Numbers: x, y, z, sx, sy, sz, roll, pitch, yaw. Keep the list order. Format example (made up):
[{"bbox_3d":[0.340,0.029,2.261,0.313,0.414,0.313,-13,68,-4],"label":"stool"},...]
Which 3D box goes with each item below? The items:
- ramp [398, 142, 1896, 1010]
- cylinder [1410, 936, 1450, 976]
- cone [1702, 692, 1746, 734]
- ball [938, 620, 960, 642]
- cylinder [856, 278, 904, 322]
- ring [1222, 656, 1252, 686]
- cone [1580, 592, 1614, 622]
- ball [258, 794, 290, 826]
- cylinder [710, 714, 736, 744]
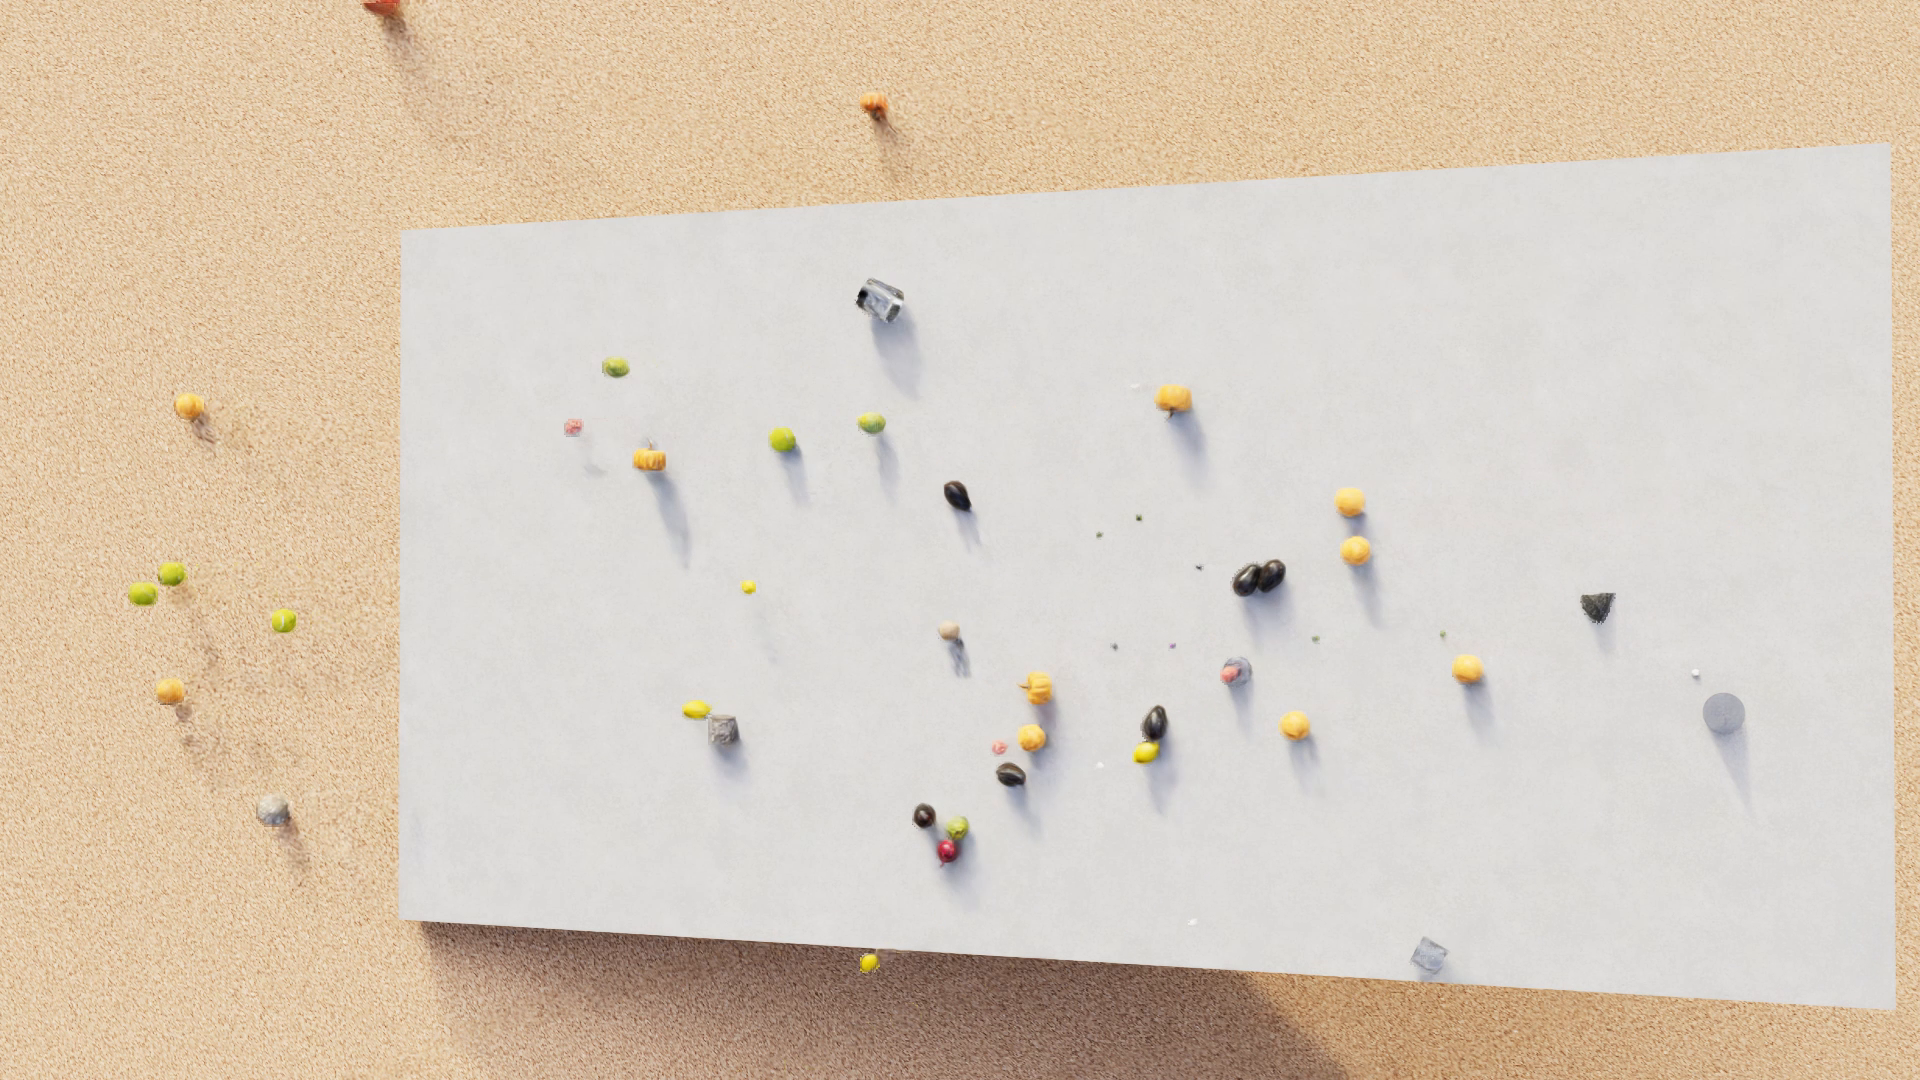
[{"bbox_3d":[0.279,0.091,5.774,4.000,0.100,2.000,0,89,19],"label":"ramp"},{"bbox_3d":[1.147,1.015,5.368,0.070,0.070,0.070,29,89,18],"label":"cylinder"},{"bbox_3d":[1.786,0.407,5.141,0.096,0.096,0.096,0,89,19],"label":"cone"},{"bbox_3d":[-0.028,0.239,5.796,0.056,0.056,0.056,0,89,0],"label":"ball"},{"bbox_3d":[-0.212,-0.640,5.853,0.091,0.091,0.091,27,89,18],"label":"cylinder"},{"bbox_3d":[0.701,0.331,5.558,0.076,0.025,0.076,-1,88,20],"label":"ring"},{"bbox_3d":[1.540,0.144,5.264,0.076,0.076,0.076,-32,89,-12],"label":"cone"},{"bbox_3d":[-2.003,0.788,6.423,0.092,0.092,0.092,0,89,0],"label":"ball"},{"bbox_3d":[-0.648,0.516,5.998,0.069,0.069,0.069,1,93,0],"label":"cylinder"}]
